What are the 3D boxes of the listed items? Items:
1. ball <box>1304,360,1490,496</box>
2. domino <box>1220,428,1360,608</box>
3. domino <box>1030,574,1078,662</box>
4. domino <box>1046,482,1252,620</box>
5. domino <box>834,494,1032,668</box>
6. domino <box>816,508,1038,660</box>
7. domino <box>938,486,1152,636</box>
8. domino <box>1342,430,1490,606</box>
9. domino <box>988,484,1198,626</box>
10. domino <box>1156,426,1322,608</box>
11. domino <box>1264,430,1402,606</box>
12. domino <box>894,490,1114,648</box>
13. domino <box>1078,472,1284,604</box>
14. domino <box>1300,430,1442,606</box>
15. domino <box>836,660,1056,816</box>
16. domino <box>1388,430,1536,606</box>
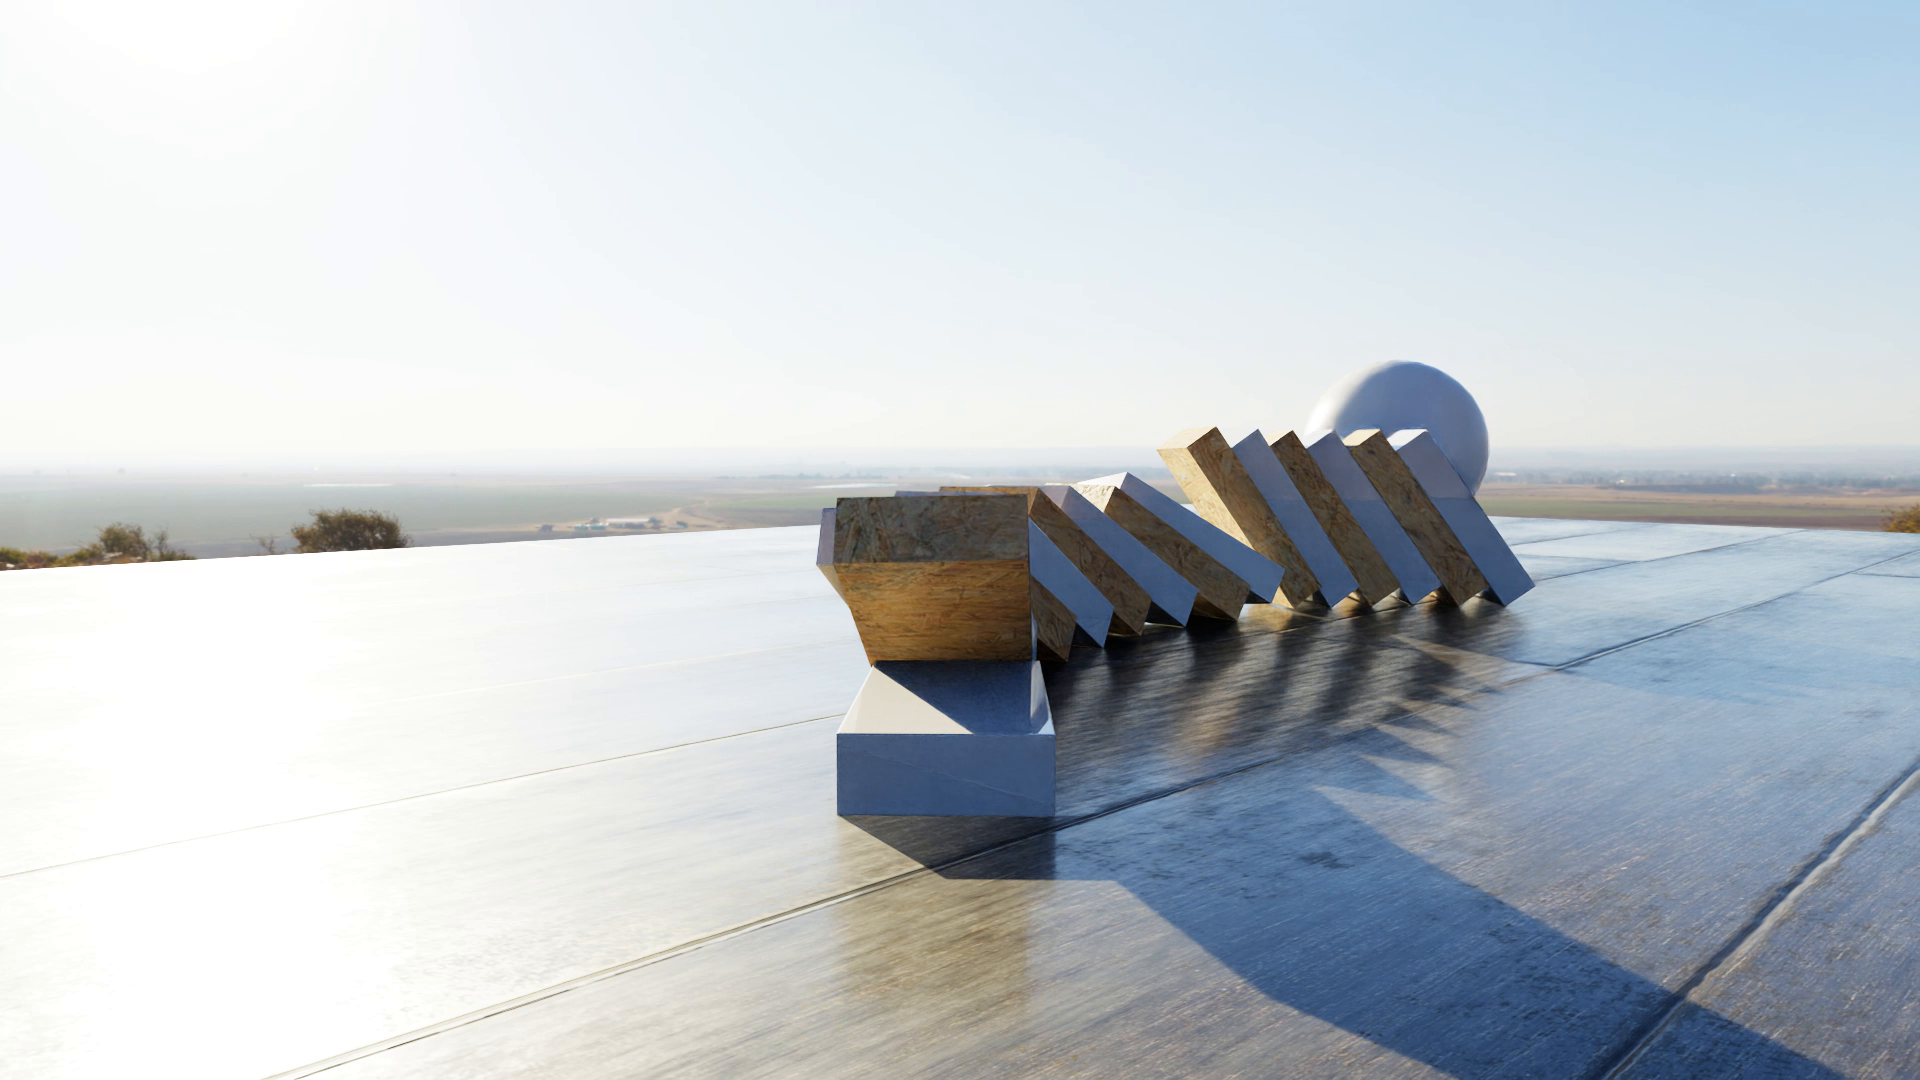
[{"bbox_3d":[0.195,-0.041,0.578,0.080,0.080,0.080,0,4,0],"label":"ball"},{"bbox_3d":[0.084,-0.006,0.341,0.009,0.050,0.025,-36,9,-5],"label":"domino"},{"bbox_3d":[0.000,0.009,0.239,0.025,0.010,0.050,3,-22,31],"label":"domino"},{"bbox_3d":[0.044,0.003,0.307,0.050,0.009,0.025,33,-14,-31],"label":"domino"},{"bbox_3d":[-0.002,0.009,0.188,0.025,0.010,0.050,-1,-26,4],"label":"domino"},{"bbox_3d":[-0.004,0.010,0.212,0.025,0.010,0.050,-2,-26,13],"label":"domino"},{"bbox_3d":[0.018,0.005,0.274,0.025,0.010,0.050,3,-26,39],"label":"domino"},{"bbox_3d":[0.121,-0.007,0.348,0.009,0.050,0.025,-35,1,5],"label":"domino"},{"bbox_3d":[0.029,0.004,0.291,0.025,0.009,0.050,3,-25,48],"label":"domino"},{"bbox_3d":[0.073,-0.006,0.337,0.010,0.050,0.025,-36,7,-5],"label":"domino"},{"bbox_3d":[0.097,-0.007,0.346,0.010,0.050,0.025,-35,2,4],"label":"domino"},{"bbox_3d":[0.009,0.007,0.257,0.025,0.009,0.050,3,-25,34],"label":"domino"},{"bbox_3d":[0.054,0.000,0.322,0.050,0.010,0.025,30,-14,-18],"label":"domino"},{"bbox_3d":[0.109,-0.007,0.349,0.010,0.050,0.025,-35,1,5],"label":"domino"},{"bbox_3d":[-0.001,0.025,0.171,0.025,0.009,0.050,0,4,1],"label":"domino"},{"bbox_3d":[0.133,-0.007,0.347,0.010,0.050,0.025,-35,1,5],"label":"domino"}]
